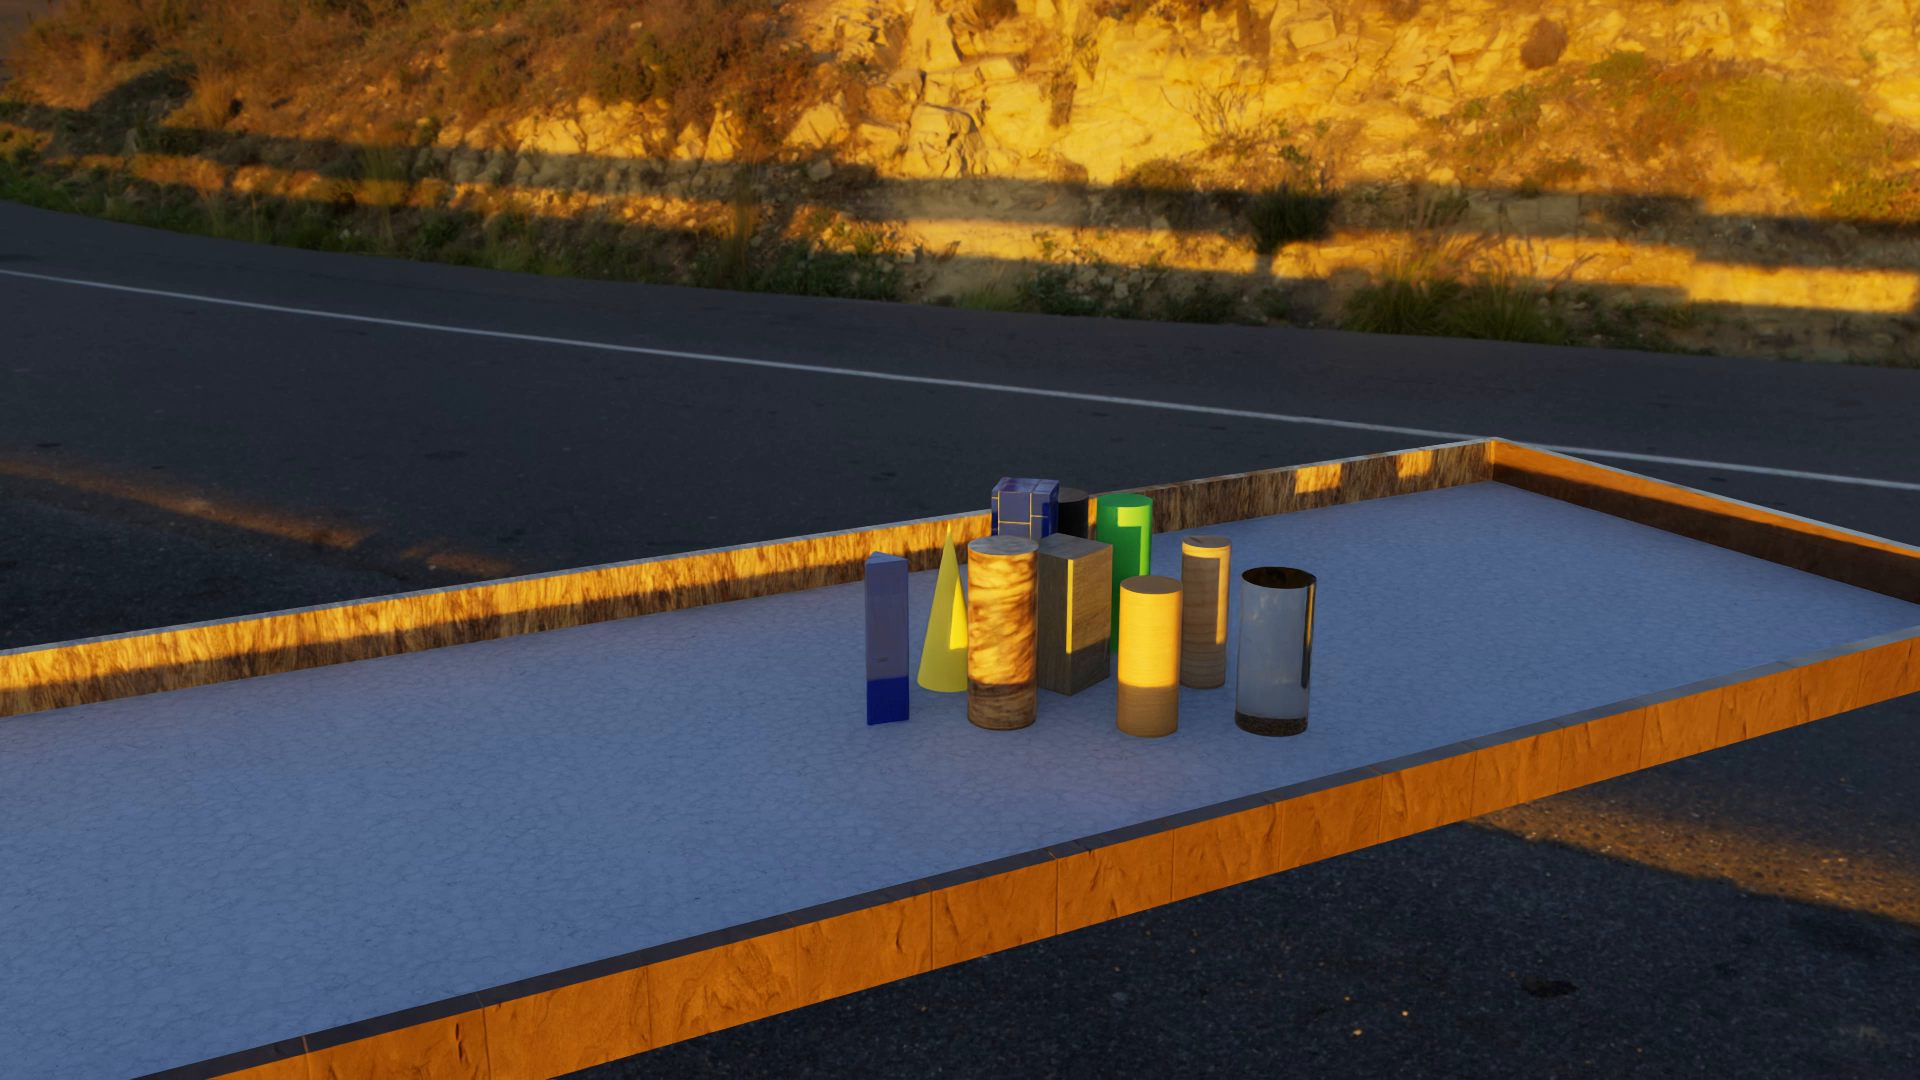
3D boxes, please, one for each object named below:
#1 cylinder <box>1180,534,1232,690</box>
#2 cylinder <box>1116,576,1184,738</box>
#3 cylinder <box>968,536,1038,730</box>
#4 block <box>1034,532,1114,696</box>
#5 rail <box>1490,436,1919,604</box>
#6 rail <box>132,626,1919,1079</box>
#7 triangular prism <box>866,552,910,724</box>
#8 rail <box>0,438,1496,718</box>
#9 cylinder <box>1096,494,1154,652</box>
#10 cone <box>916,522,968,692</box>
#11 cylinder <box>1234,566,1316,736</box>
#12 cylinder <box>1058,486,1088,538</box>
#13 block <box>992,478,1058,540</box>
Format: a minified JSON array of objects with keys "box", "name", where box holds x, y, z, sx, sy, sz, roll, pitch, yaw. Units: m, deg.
[{"box":[0.607,0.178,4.098,0.121,0.366,0.121,0,16,0],"name":"cylinder"},{"box":[0.439,0.269,3.823,0.144,0.348,0.144,0,16,0],"name":"cylinder"},{"box":[0.100,0.217,3.860,0.165,0.427,0.165,0,16,0],"name":"cylinder"},{"box":[0.258,0.183,4.113,0.171,0.350,0.171,13,21,37],"name":"block"},{"box":[2.466,-0.048,5.253,0.050,0.150,2.100,-9,18,-27],"name":"rail"},{"box":[-2.336,1.006,1.665,12.000,0.150,0.050,-9,18,-27],"name":"rail"},{"box":[-0.184,0.228,3.877,0.103,0.396,0.089,-6,17,-20],"name":"triangular prism"},{"box":[-3.305,0.497,3.399,12.000,0.150,0.050,-9,18,-27],"name":"rail"},{"box":[0.430,0.086,4.358,0.146,0.397,0.146,0,16,0],"name":"cylinder"},{"box":[-0.027,0.154,4.097,0.165,0.413,0.165,0,16,0],"name":"cone"},{"box":[0.733,0.258,3.838,0.170,0.359,0.170,0,16,0],"name":"cylinder"},{"box":[0.271,0.039,4.615,0.170,0.343,0.170,0,16,0],"name":"cylinder"},{"box":[0.170,0.070,4.338,0.150,0.440,0.150,4,17,12],"name":"block"}]
